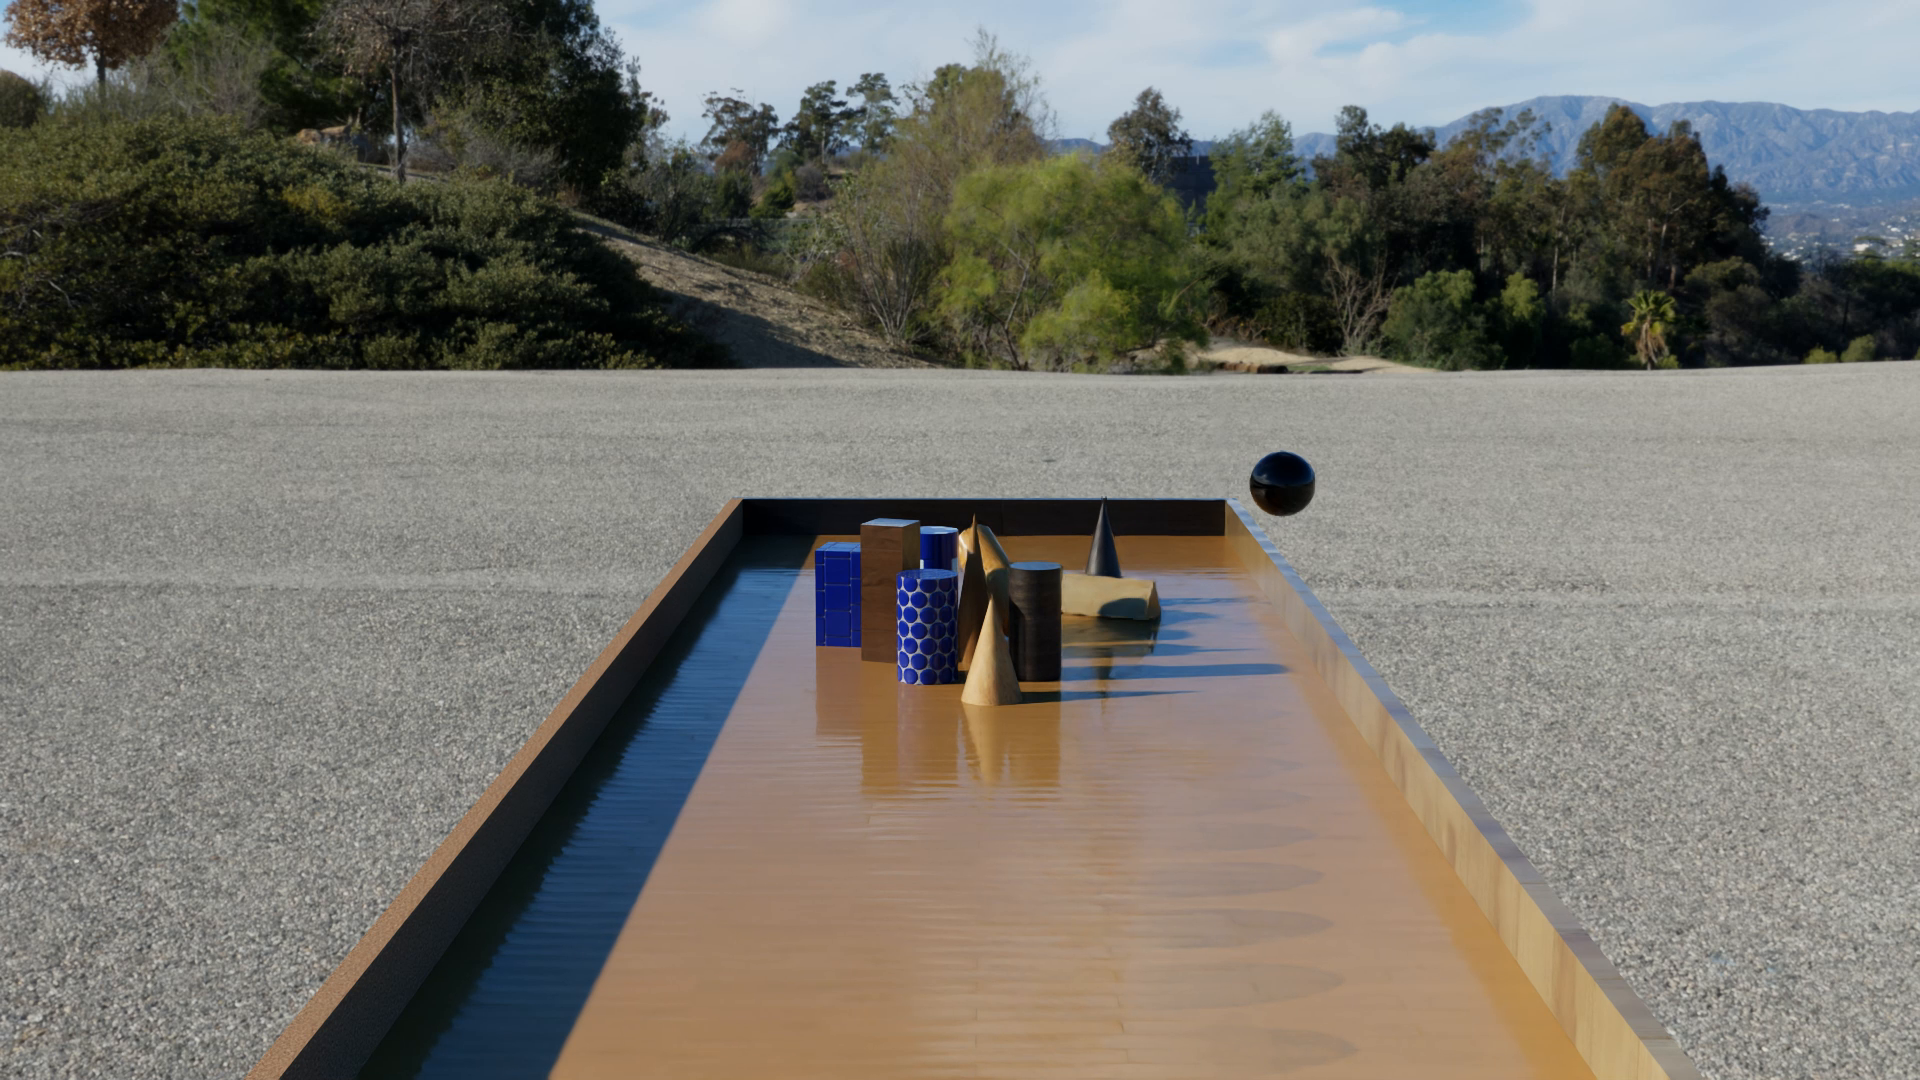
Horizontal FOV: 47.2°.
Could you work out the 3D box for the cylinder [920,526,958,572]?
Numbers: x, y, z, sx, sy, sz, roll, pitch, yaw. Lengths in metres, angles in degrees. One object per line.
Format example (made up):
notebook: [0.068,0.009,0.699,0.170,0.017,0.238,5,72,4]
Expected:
cylinder: [-0.086,0.146,6.941,0.162,0.359,0.162,0,9,0]

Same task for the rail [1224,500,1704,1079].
rail: [1.046,0.843,3.208,0.050,0.150,12.000,0,9,1]

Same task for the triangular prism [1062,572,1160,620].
triangular prism: [0.468,0.182,7.435,0.401,0.123,0.142,4,9,26]

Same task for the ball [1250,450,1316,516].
ball: [1.148,-0.199,7.823,0.235,0.235,0.235,0,9,0]

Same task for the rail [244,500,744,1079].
rail: [-1.004,0.839,3.234,0.050,0.150,12.000,0,9,1]

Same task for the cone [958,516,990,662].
cone: [0.044,0.138,6.695,0.147,0.451,0.147,0,9,0]

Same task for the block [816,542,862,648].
block: [-0.350,0.172,6.958,0.176,0.303,0.176,2,9,10]

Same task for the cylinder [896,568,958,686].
cylinder: [-0.095,0.252,6.425,0.180,0.311,0.180,0,9,0]

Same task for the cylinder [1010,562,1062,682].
cylinder: [0.221,0.238,6.449,0.155,0.331,0.155,0,9,0]

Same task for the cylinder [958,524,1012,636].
cylinder: [0.118,0.131,7.110,0.147,0.147,0.369,-6,47,-32]

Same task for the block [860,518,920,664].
block: [-0.211,0.154,6.696,0.138,0.420,0.138,4,10,22]

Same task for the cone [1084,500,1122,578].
cone: [0.495,0.037,7.588,0.179,0.373,0.179,0,9,0]

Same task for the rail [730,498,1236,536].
rail: [0.099,-0.098,9.147,2.100,0.150,0.050,0,9,1]

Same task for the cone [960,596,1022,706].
cone: [0.090,0.298,6.167,0.176,0.300,0.176,0,9,0]
